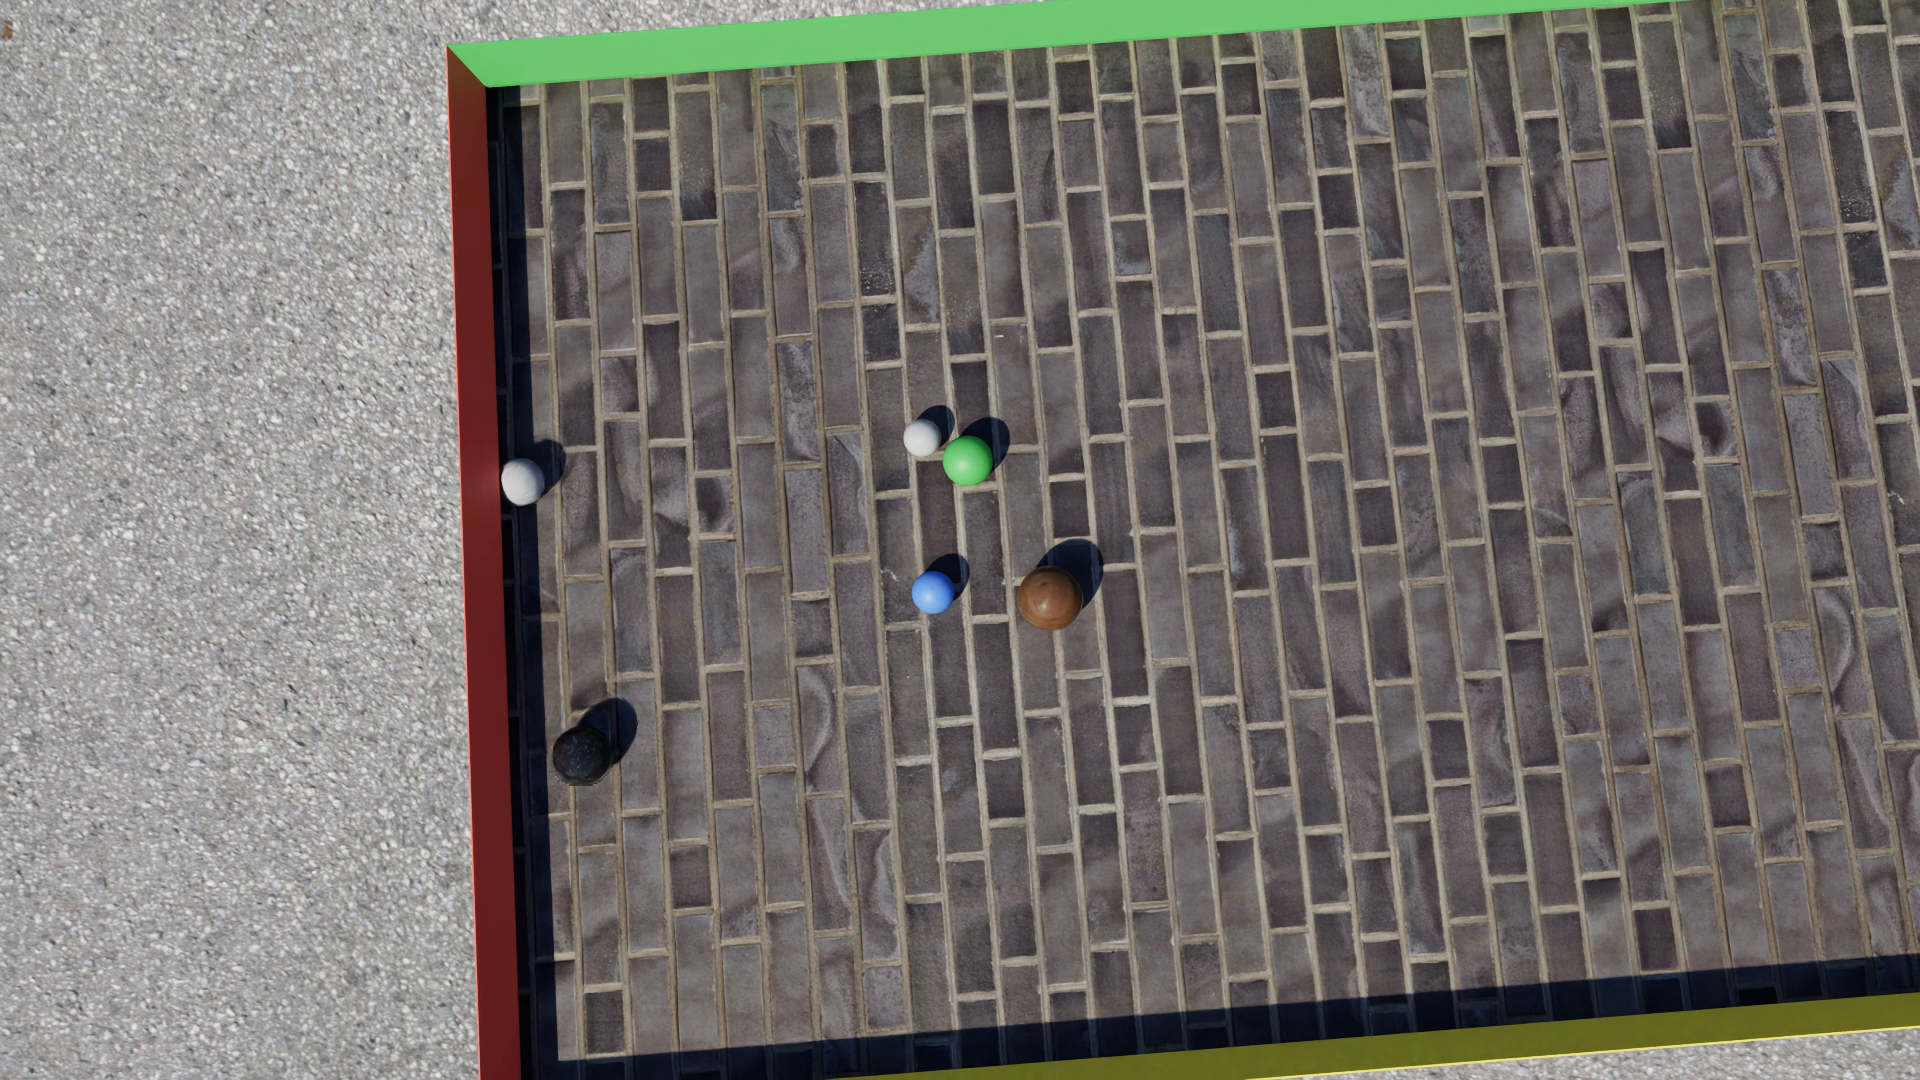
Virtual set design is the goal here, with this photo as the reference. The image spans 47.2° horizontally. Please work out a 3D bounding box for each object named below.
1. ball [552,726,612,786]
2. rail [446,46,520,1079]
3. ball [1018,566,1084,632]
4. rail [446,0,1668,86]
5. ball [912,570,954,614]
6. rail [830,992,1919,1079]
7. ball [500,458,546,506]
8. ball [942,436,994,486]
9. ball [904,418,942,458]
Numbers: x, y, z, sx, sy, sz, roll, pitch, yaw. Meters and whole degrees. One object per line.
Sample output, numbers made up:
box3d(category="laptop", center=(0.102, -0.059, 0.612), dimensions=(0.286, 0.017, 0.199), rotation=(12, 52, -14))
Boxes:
box3d(category="ball", center=(-0.555, 0.316, 3.228), dimensions=(0.087, 0.087, 0.087), rotation=(0, 78, 0))
box3d(category="rail", center=(-0.701, 0.048, 3.262), dimensions=(0.045, 0.128, 1.629), rotation=(-4, 78, -1))
box3d(category="ball", center=(0.134, 0.086, 3.270), dimensions=(0.098, 0.098, 0.098), rotation=(0, 78, 0))
box3d(category="rail", center=(0.663, -0.833, 3.444), dimensions=(2.907, 0.128, 0.045), rotation=(-4, 78, -1))
box3d(category="ball", center=(-0.040, 0.078, 3.289), dimensions=(0.065, 0.065, 0.065), rotation=(0, 78, 0))
box3d(category="rail", center=(0.786, 0.712, 3.125), dimensions=(2.907, 0.128, 0.045), rotation=(-4, 78, -1))
box3d(category="ball", center=(-0.663, -0.088, 3.319), dimensions=(0.072, 0.072, 0.072), rotation=(0, 78, 0))
box3d(category="ball", center=(0.012, -0.120, 3.324), dimensions=(0.077, 0.077, 0.077), rotation=(0, 78, 0))
box3d(category="ball", center=(-0.057, -0.155, 3.340), dimensions=(0.058, 0.058, 0.058), rotation=(0, 78, 0))
